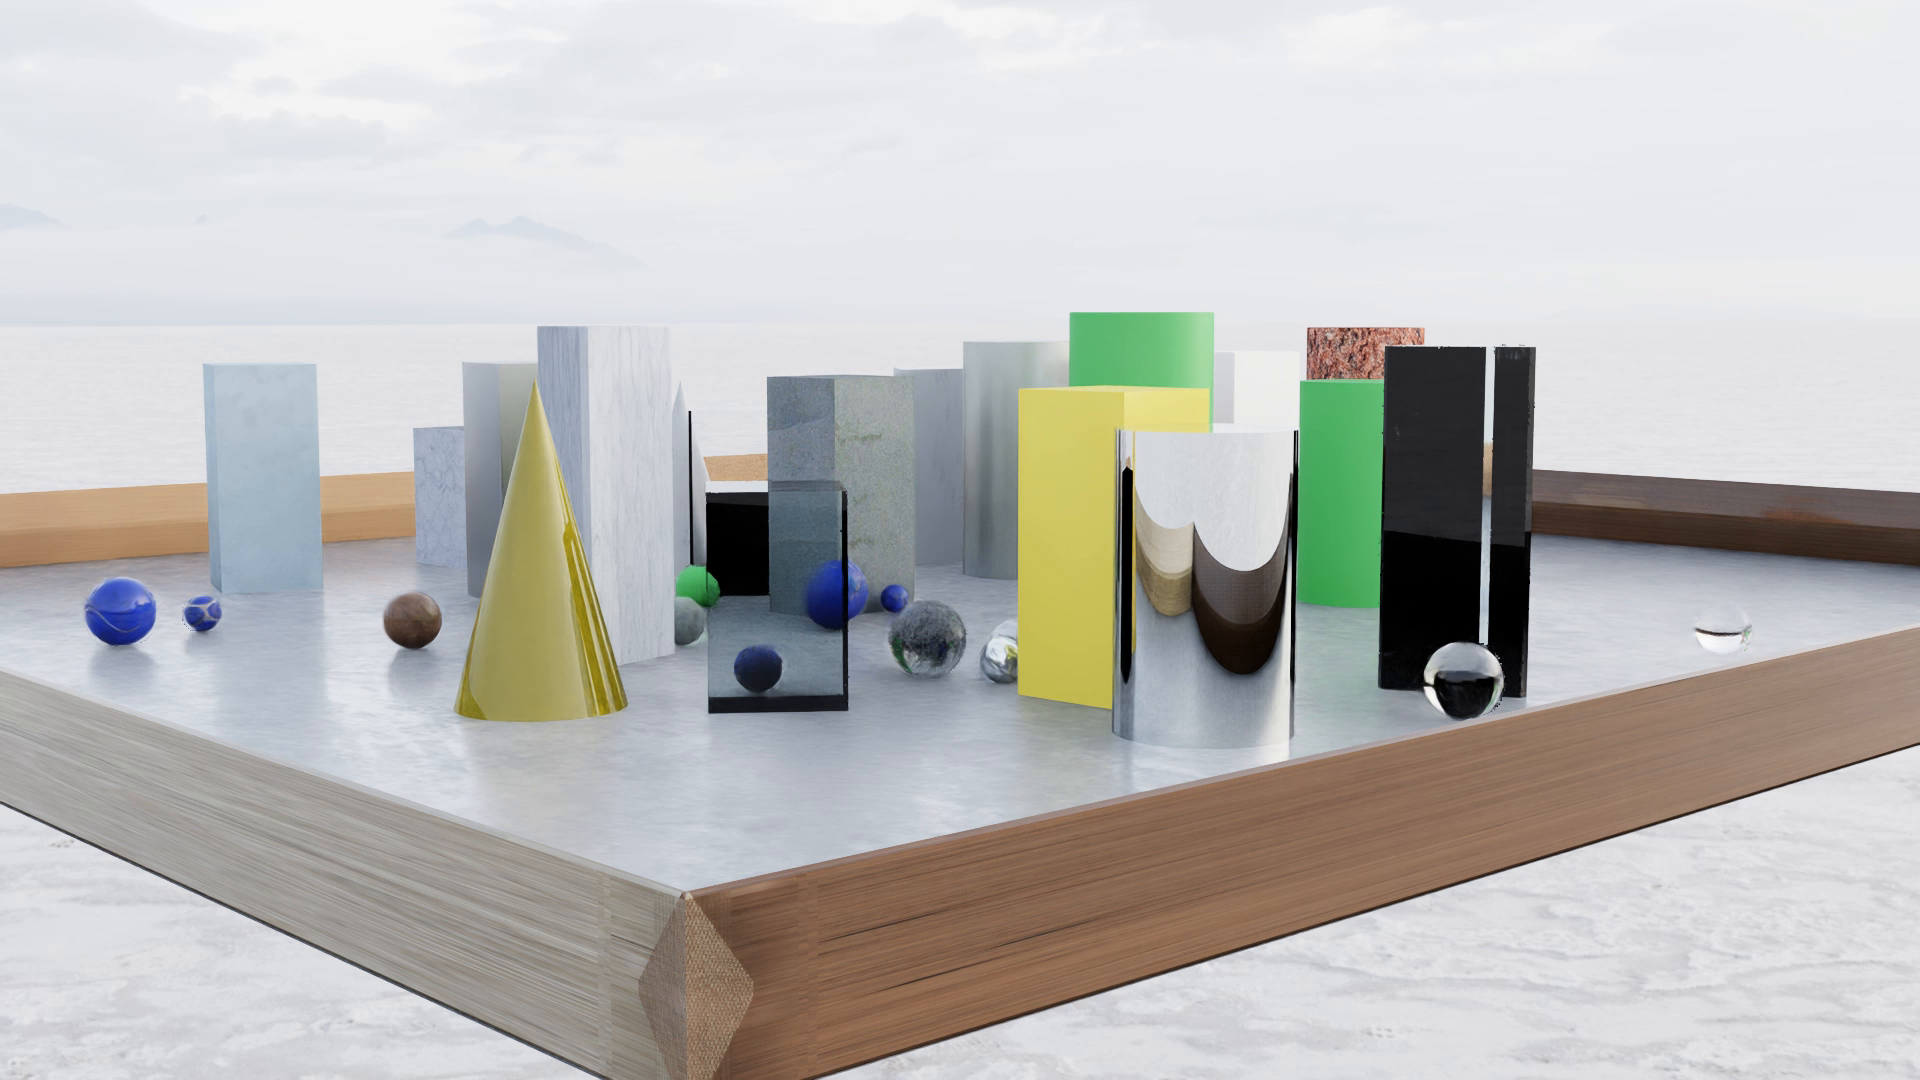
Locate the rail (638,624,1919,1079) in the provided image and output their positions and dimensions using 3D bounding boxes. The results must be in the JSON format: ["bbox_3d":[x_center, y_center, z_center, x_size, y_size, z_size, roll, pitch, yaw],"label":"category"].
[{"bbox_3d":[0.981,0.144,2.275,3.121,0.126,0.045,-6,8,-42],"label":"rail"}]

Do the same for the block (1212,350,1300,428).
[{"bbox_3d":[0.511,-0.162,4.041,0.155,0.367,0.155,-4,7,-34],"label":"block"}]

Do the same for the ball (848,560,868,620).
[{"bbox_3d":[-0.179,0.071,3.114,0.097,0.097,0.097,0,6,0],"label":"ball"}]

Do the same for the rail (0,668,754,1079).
[{"bbox_3d":[-1.129,0.142,2.296,0.045,0.126,2.940,-6,8,-42],"label":"rail"}]

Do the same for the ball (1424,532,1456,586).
[{"bbox_3d":[0.755,0.030,3.550,0.087,0.087,0.087,0,6,0],"label":"ball"}]

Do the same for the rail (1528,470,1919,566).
[{"bbox_3d":[1.129,-0.076,4.368,0.045,0.126,2.940,-6,8,-42],"label":"rail"}]

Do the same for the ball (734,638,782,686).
[{"bbox_3d":[-0.241,0.144,2.612,0.057,0.057,0.057,0,6,0],"label":"ball"}]

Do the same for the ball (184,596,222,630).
[{"bbox_3d":[-1.051,0.101,3.052,0.050,0.050,0.050,0,6,0],"label":"ball"}]

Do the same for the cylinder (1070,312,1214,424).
[{"bbox_3d":[0.243,-0.086,2.967,0.193,0.440,0.193,0,6,0],"label":"cylinder"}]

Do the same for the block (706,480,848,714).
[{"bbox_3d":[-0.210,0.061,2.500,0.155,0.245,0.155,-1,6,-6],"label":"block"}]

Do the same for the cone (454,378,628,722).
[{"bbox_3d":[-0.471,0.003,2.456,0.193,0.370,0.193,0,6,0],"label":"cone"}]

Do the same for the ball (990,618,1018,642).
[{"bbox_3d":[0.071,0.130,2.684,0.069,0.069,0.069,0,6,0],"label":"ball"}]

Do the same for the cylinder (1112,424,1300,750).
[{"bbox_3d":[0.257,0.043,2.312,0.193,0.321,0.193,0,6,0],"label":"cylinder"}]

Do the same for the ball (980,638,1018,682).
[{"bbox_3d":[0.050,0.143,2.627,0.055,0.055,0.055,0,6,0],"label":"ball"}]

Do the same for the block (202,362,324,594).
[{"bbox_3d":[-1.120,-0.104,3.533,0.155,0.358,0.155,-3,7,-25],"label":"block"}]

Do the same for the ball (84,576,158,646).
[{"bbox_3d":[-1.114,0.094,2.918,0.091,0.091,0.091,0,6,0],"label":"ball"}]

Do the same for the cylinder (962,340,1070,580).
[{"bbox_3d":[0.101,-0.138,3.703,0.193,0.391,0.193,0,6,0],"label":"cylinder"}]

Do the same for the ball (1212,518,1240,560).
[{"bbox_3d":[0.462,-0.003,3.920,0.076,0.076,0.076,0,6,0],"label":"ball"}]

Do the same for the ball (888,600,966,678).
[{"bbox_3d":[-0.039,0.119,2.664,0.095,0.095,0.095,0,6,0],"label":"ball"}]

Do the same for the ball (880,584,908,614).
[{"bbox_3d":[-0.096,0.087,3.230,0.042,0.042,0.042,0,6,0],"label":"ball"}]

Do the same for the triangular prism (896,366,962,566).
[{"bbox_3d":[-0.073,-0.135,3.909,0.168,0.341,0.145,-4,7,-37],"label":"triangular prism"}]

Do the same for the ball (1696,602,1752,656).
[{"bbox_3d":[0.985,0.114,2.838,0.069,0.069,0.069,0,6,0],"label":"ball"}]

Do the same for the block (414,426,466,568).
[{"bbox_3d":[-0.850,-0.079,3.875,0.155,0.237,0.155,5,8,42],"label":"block"}]

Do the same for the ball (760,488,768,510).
[{"bbox_3d":[-0.412,-0.092,4.864,0.056,0.056,0.056,0,6,0],"label":"ball"}]

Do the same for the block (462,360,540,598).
[{"bbox_3d":[-0.661,-0.092,3.390,0.155,0.363,0.155,-4,7,-33],"label":"block"}]

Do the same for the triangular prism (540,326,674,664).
[{"bbox_3d":[-0.477,-0.060,2.804,0.145,0.423,0.168,4,7,31],"label":"triangular prism"}]

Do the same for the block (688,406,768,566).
[{"bbox_3d":[-0.353,-0.069,3.538,0.155,0.287,0.155,0,6,-4],"label":"block"}]

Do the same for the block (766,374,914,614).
[{"bbox_3d":[-0.177,-0.071,3.277,0.155,0.345,0.155,-6,8,-44],"label":"block"}]

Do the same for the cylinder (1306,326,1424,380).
[{"bbox_3d":[0.675,-0.148,3.683,0.193,0.414,0.193,0,6,0],"label":"cylinder"}]

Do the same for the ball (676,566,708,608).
[{"bbox_3d":[-0.392,0.070,3.287,0.063,0.063,0.063,0,6,0],"label":"ball"}]

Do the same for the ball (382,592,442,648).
[{"bbox_3d":[-0.719,0.105,2.890,0.076,0.076,0.076,0,6,0],"label":"ball"}]

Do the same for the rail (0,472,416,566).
[{"bbox_3d":[-0.981,-0.078,4.389,3.121,0.126,0.045,-6,8,-42],"label":"rail"}]

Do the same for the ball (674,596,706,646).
[{"bbox_3d":[-0.370,0.107,2.918,0.066,0.066,0.066,0,6,0],"label":"ball"}]

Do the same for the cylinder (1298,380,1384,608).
[{"bbox_3d":[0.616,-0.075,3.368,0.193,0.335,0.193,0,6,0],"label":"cylinder"}]

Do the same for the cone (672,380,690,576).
[{"bbox_3d":[-0.474,-0.111,3.754,0.193,0.326,0.193,0,6,0],"label":"cone"}]

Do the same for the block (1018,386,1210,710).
[{"bbox_3d":[0.176,0.003,2.535,0.155,0.354,0.155,6,8,43],"label":"block"}]

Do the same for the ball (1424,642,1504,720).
[{"bbox_3d":[0.547,0.153,2.391,0.085,0.085,0.085,0,6,0],"label":"ball"}]

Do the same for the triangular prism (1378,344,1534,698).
[{"bbox_3d":[0.597,-0.029,2.606,0.168,0.402,0.145,2,6,21],"label":"triangular prism"}]
